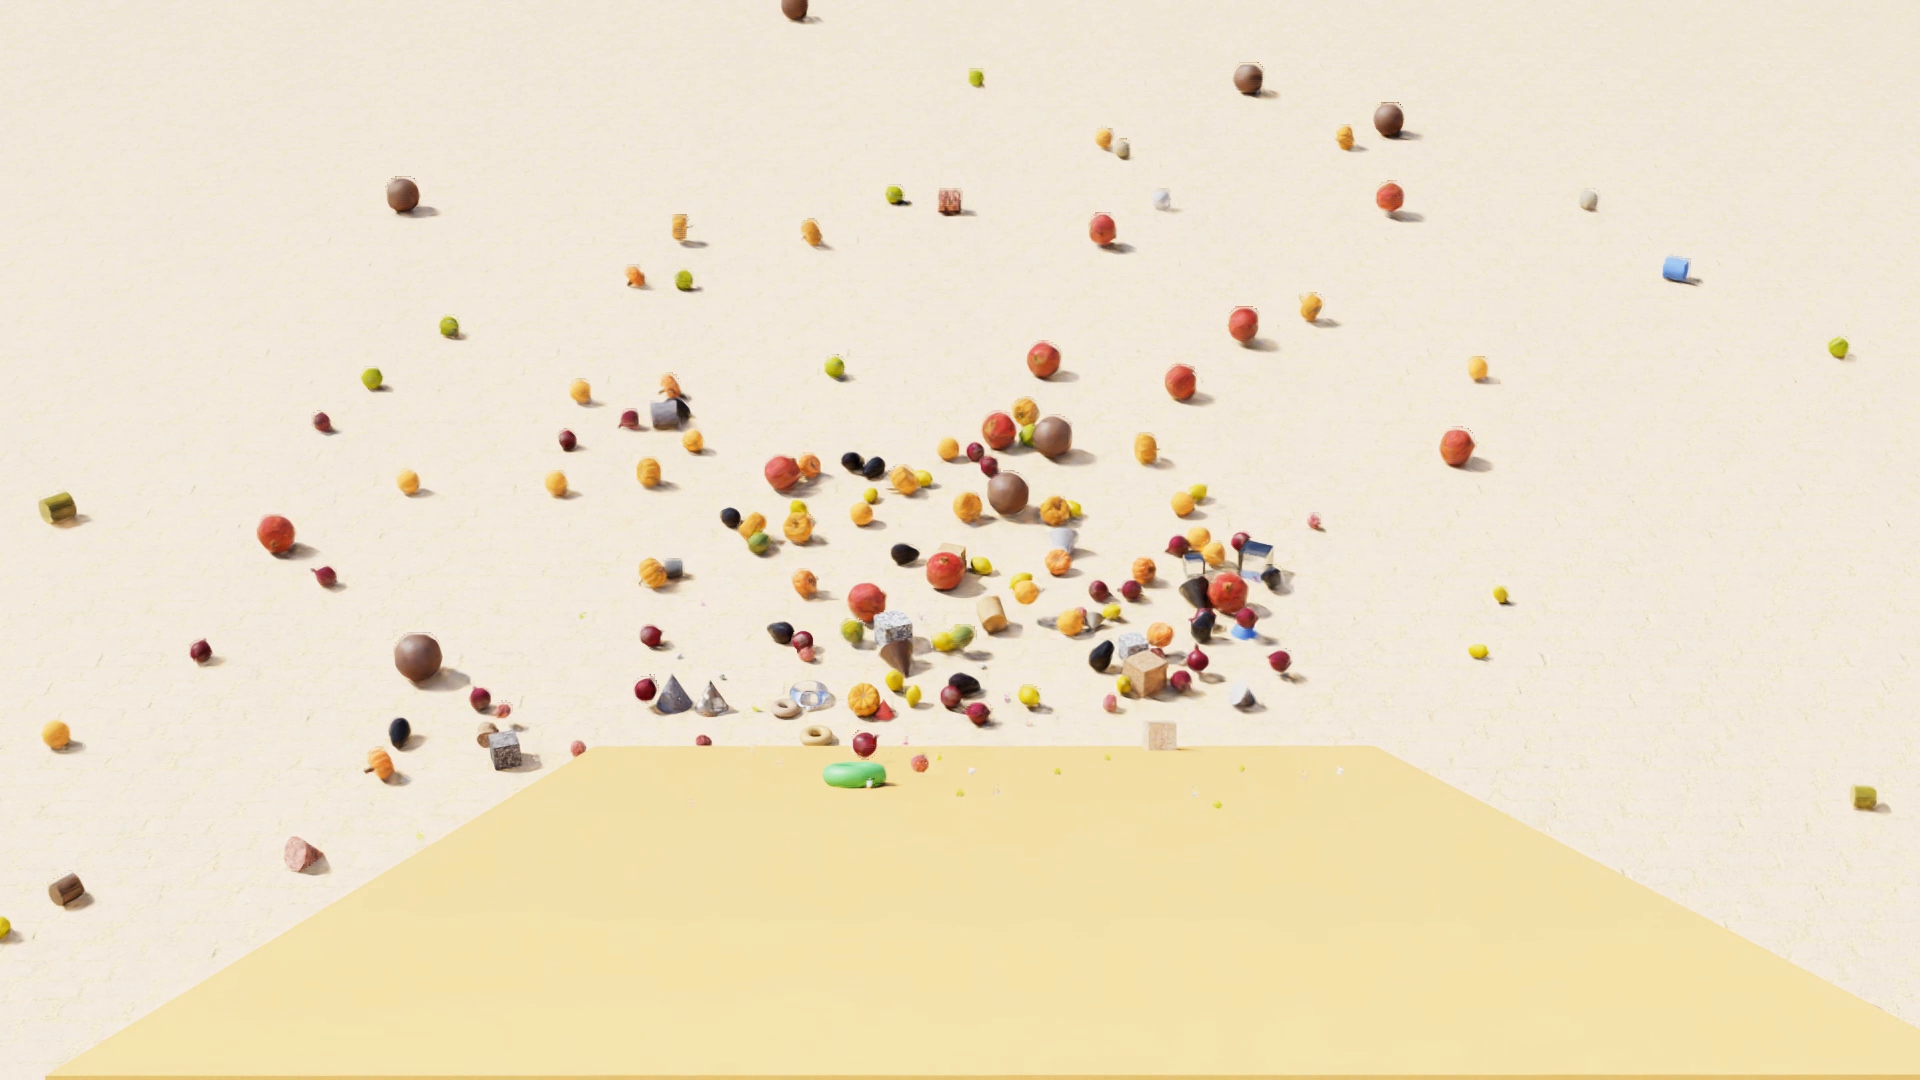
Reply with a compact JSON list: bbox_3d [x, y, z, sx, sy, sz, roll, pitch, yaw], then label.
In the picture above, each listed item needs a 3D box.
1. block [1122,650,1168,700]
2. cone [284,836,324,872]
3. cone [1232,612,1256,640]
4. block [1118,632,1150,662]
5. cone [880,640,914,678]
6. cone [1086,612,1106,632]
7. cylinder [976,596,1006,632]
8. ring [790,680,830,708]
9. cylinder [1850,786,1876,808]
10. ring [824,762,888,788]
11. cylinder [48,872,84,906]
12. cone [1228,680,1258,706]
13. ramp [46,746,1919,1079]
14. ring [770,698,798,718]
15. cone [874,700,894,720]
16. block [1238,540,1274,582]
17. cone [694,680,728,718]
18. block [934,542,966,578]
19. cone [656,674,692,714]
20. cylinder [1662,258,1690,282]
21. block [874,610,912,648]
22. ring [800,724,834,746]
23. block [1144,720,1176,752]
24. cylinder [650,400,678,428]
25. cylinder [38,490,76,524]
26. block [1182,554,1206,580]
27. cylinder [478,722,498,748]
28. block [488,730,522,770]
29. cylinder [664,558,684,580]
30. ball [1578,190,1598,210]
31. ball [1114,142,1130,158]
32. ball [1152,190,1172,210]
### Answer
[{"bbox_3d":[0.503,0.364,7.022,0.085,0.085,0.085,-20,35,-32],"label":"block"},{"bbox_3d":[-1.597,0.768,6.347,0.087,0.087,0.087,26,12,38],"label":"cone"},{"bbox_3d":[0.801,0.231,7.273,0.071,0.071,0.071,0,29,0],"label":"cone"},{"bbox_3d":[0.479,0.301,7.156,0.064,0.064,0.064,-11,31,-19],"label":"block"},{"bbox_3d":[-0.161,0.342,7.104,0.098,0.098,0.098,-10,57,-17],"label":"cone"},{"bbox_3d":[0.377,0.241,7.303,0.056,0.056,0.056,7,57,13],"label":"cone"},{"bbox_3d":[0.088,0.208,7.293,0.072,0.072,0.072,-7,50,-13],"label":"cylinder"},{"bbox_3d":[-0.407,0.415,6.981,0.109,0.036,0.109,1,27,0],"label":"ring"},{"bbox_3d":[2.285,0.651,6.543,0.053,0.053,0.053,3,29,5],"label":"cylinder"},{"bbox_3d":[-0.227,0.510,5.623,0.140,0.047,0.140,-1,1,0],"label":"ring"},{"bbox_3d":[-2.143,0.838,6.200,0.060,0.060,0.060,21,35,32],"label":"cylinder"},{"bbox_3d":[0.775,0.424,6.959,0.074,0.074,0.074,26,21,-24],"label":"cone"},{"bbox_3d":[0.066,0.587,4.637,2.000,0.100,4.000,0,0,0],"label":"ramp"},{"bbox_3d":[-0.469,0.450,6.929,0.077,0.026,0.077,2,26,-1],"label":"ring"},{"bbox_3d":[-0.203,0.445,6.909,0.054,0.054,0.054,0,29,0],"label":"cone"},{"bbox_3d":[0.865,0.062,7.565,0.082,0.082,0.082,13,32,21],"label":"block"},{"bbox_3d":[-0.667,0.413,6.929,0.092,0.092,0.092,0,29,0],"label":"cone"},{"bbox_3d":[-0.028,0.060,7.579,0.072,0.072,0.072,10,31,16],"label":"block"},{"bbox_3d":[-0.771,0.399,6.946,0.099,0.099,0.099,0,29,0],"label":"cone"},{"bbox_3d":[2.614,-0.989,9.445,0.077,0.077,0.077,16,33,25],"label":"cylinder"},{"bbox_3d":[-0.186,0.256,7.217,0.083,0.083,0.083,-13,32,-22],"label":"block"},{"bbox_3d":[-0.378,0.517,6.806,0.089,0.030,0.089,-1,28,1],"label":"ring"},{"bbox_3d":[0.503,0.493,6.513,0.071,0.071,0.071,0,0,-8],"label":"block"},{"bbox_3d":[-0.962,-0.408,8.405,0.081,0.081,0.081,-6,30,-10],"label":"cylinder"},{"bbox_3d":[-2.740,-0.098,7.850,0.081,0.081,0.081,-26,38,-38],"label":"cylinder"},{"bbox_3d":[0.685,0.077,7.567,0.053,0.053,0.053,-5,30,-9],"label":"block"},{"bbox_3d":[-1.241,0.512,6.794,0.050,0.050,0.050,-3,29,-5],"label":"cylinder"},{"bbox_3d":[-1.181,0.545,6.715,0.069,0.069,0.069,-10,31,-17],"label":"block"},{"bbox_3d":[-0.836,0.084,7.557,0.051,0.051,0.051,-17,31,-5],"label":"cylinder"},{"bbox_3d":[2.438,-1.320,10.037,0.076,0.076,0.076,0,29,0],"label":"ball"},{"bbox_3d":[0.661,-1.589,10.527,0.068,0.068,0.068,0,29,0],"label":"ball"},{"bbox_3d":[0.783,-1.319,10.037,0.075,0.075,0.075,0,29,0],"label":"ball"}]
